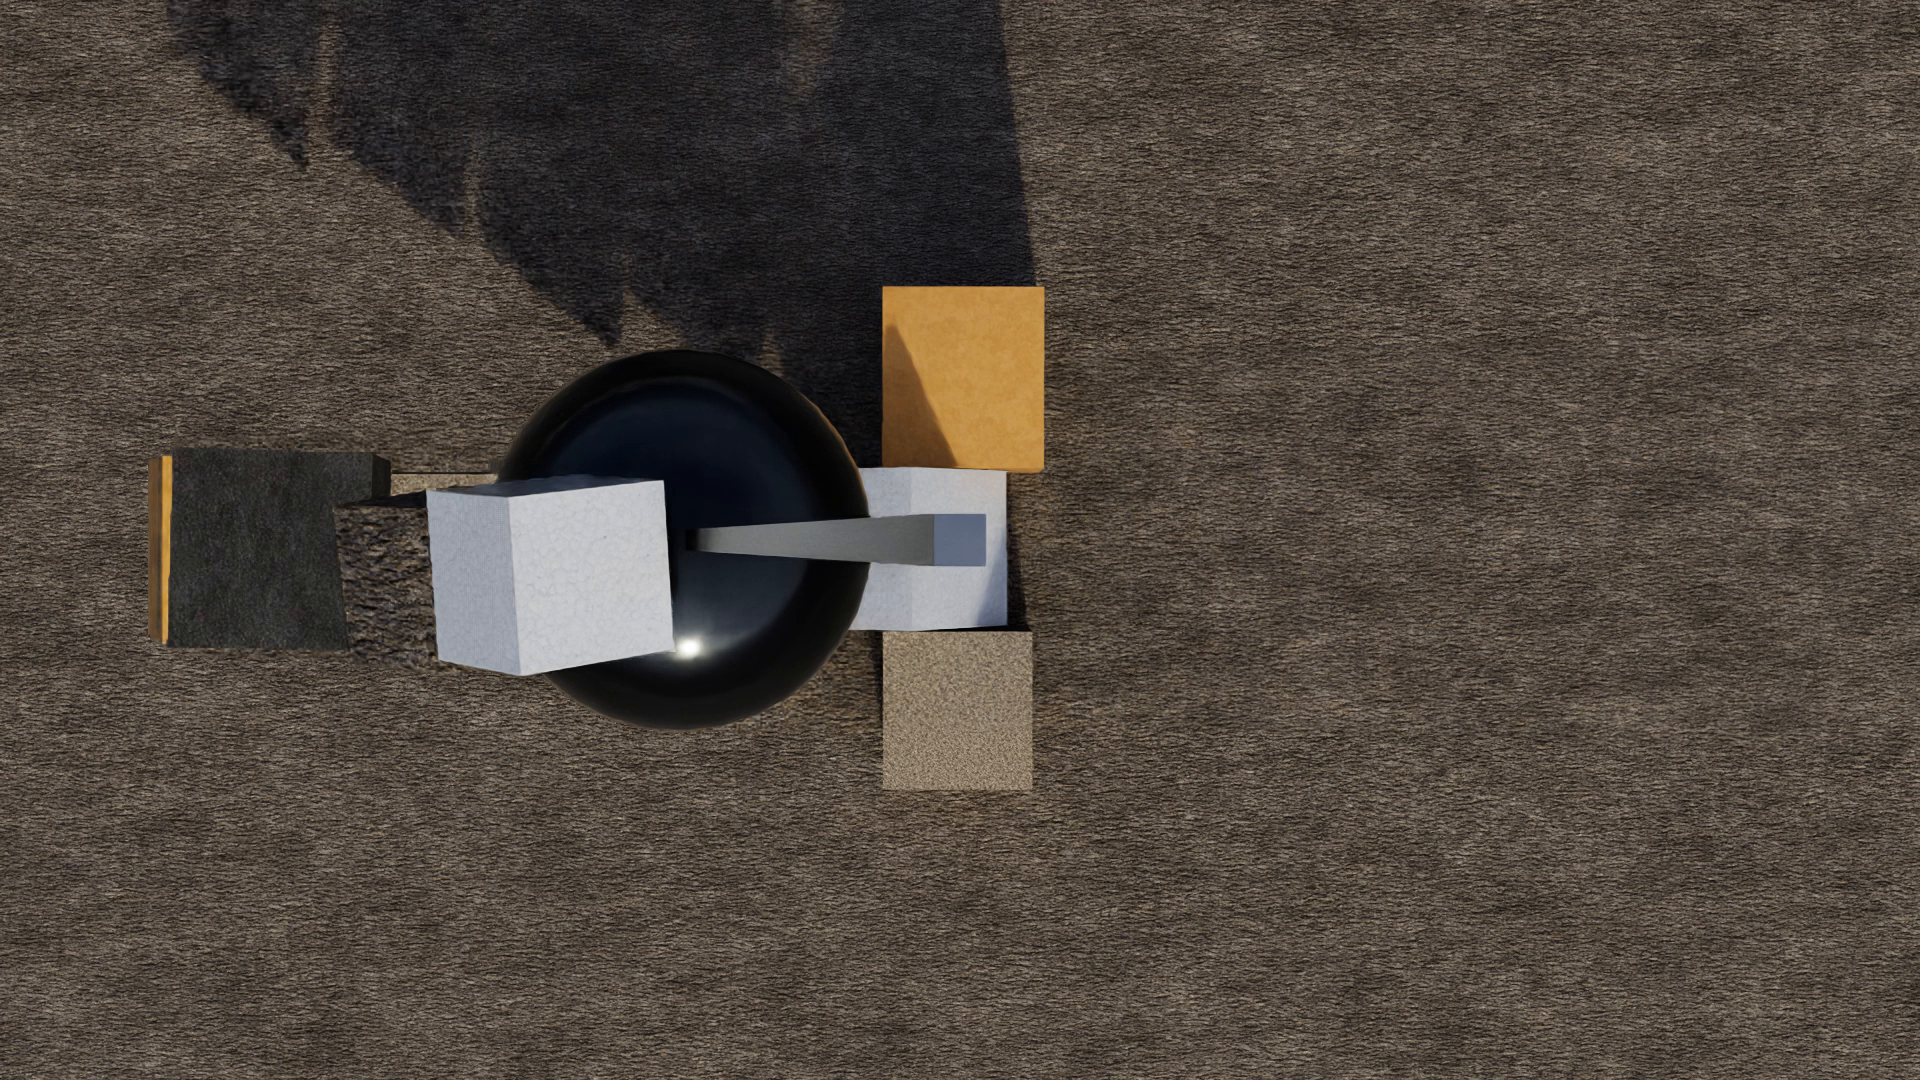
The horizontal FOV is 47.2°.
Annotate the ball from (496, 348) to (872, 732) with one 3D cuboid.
[{"bbox_3d":[-1.167,0.000,9.209,1.600,1.600,1.600,0,90,0],"label":"ball"}]

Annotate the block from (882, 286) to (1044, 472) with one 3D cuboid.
[{"bbox_3d":[0.018,-0.899,12.580,0.894,0.840,1.004,0,90,0],"label":"block"}]

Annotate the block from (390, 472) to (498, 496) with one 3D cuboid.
[{"bbox_3d":[-2.841,0.081,11.504,0.757,0.828,0.867,0,93,-21],"label":"block"}]

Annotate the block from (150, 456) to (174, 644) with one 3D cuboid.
[{"bbox_3d":[-3.706,0.044,11.310,0.807,0.823,0.915,0,91,-24],"label":"block"}]

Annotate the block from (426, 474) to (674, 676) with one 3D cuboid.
[{"bbox_3d":[-1.496,0.110,8.034,0.643,0.579,0.625,-9,99,-41],"label":"block"}]

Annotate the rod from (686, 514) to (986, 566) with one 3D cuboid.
[{"bbox_3d":[-0.506,0.000,5.874,0.080,5.200,0.080,0,90,-11],"label":"rod"}]

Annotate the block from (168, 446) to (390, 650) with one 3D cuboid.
[{"bbox_3d":[-3.112,0.043,10.135,0.846,0.924,0.876,2,90,-10],"label":"block"}]

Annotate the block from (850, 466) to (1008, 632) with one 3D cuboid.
[{"bbox_3d":[-0.324,0.049,12.393,0.800,0.920,0.880,0,90,35],"label":"block"}]

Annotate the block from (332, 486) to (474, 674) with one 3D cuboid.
[{"bbox_3d":[-1.988,0.142,8.531,0.652,0.534,0.621,3,100,44],"label":"block"}]

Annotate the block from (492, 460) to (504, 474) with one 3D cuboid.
[{"bbox_3d":[-2.028,0.028,11.762,0.815,0.870,0.899,0,92,-21],"label":"block"}]

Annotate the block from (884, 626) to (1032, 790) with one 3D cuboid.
[{"bbox_3d":[-0.013,0.952,12.635,0.833,0.730,0.881,0,90,0],"label":"block"}]
